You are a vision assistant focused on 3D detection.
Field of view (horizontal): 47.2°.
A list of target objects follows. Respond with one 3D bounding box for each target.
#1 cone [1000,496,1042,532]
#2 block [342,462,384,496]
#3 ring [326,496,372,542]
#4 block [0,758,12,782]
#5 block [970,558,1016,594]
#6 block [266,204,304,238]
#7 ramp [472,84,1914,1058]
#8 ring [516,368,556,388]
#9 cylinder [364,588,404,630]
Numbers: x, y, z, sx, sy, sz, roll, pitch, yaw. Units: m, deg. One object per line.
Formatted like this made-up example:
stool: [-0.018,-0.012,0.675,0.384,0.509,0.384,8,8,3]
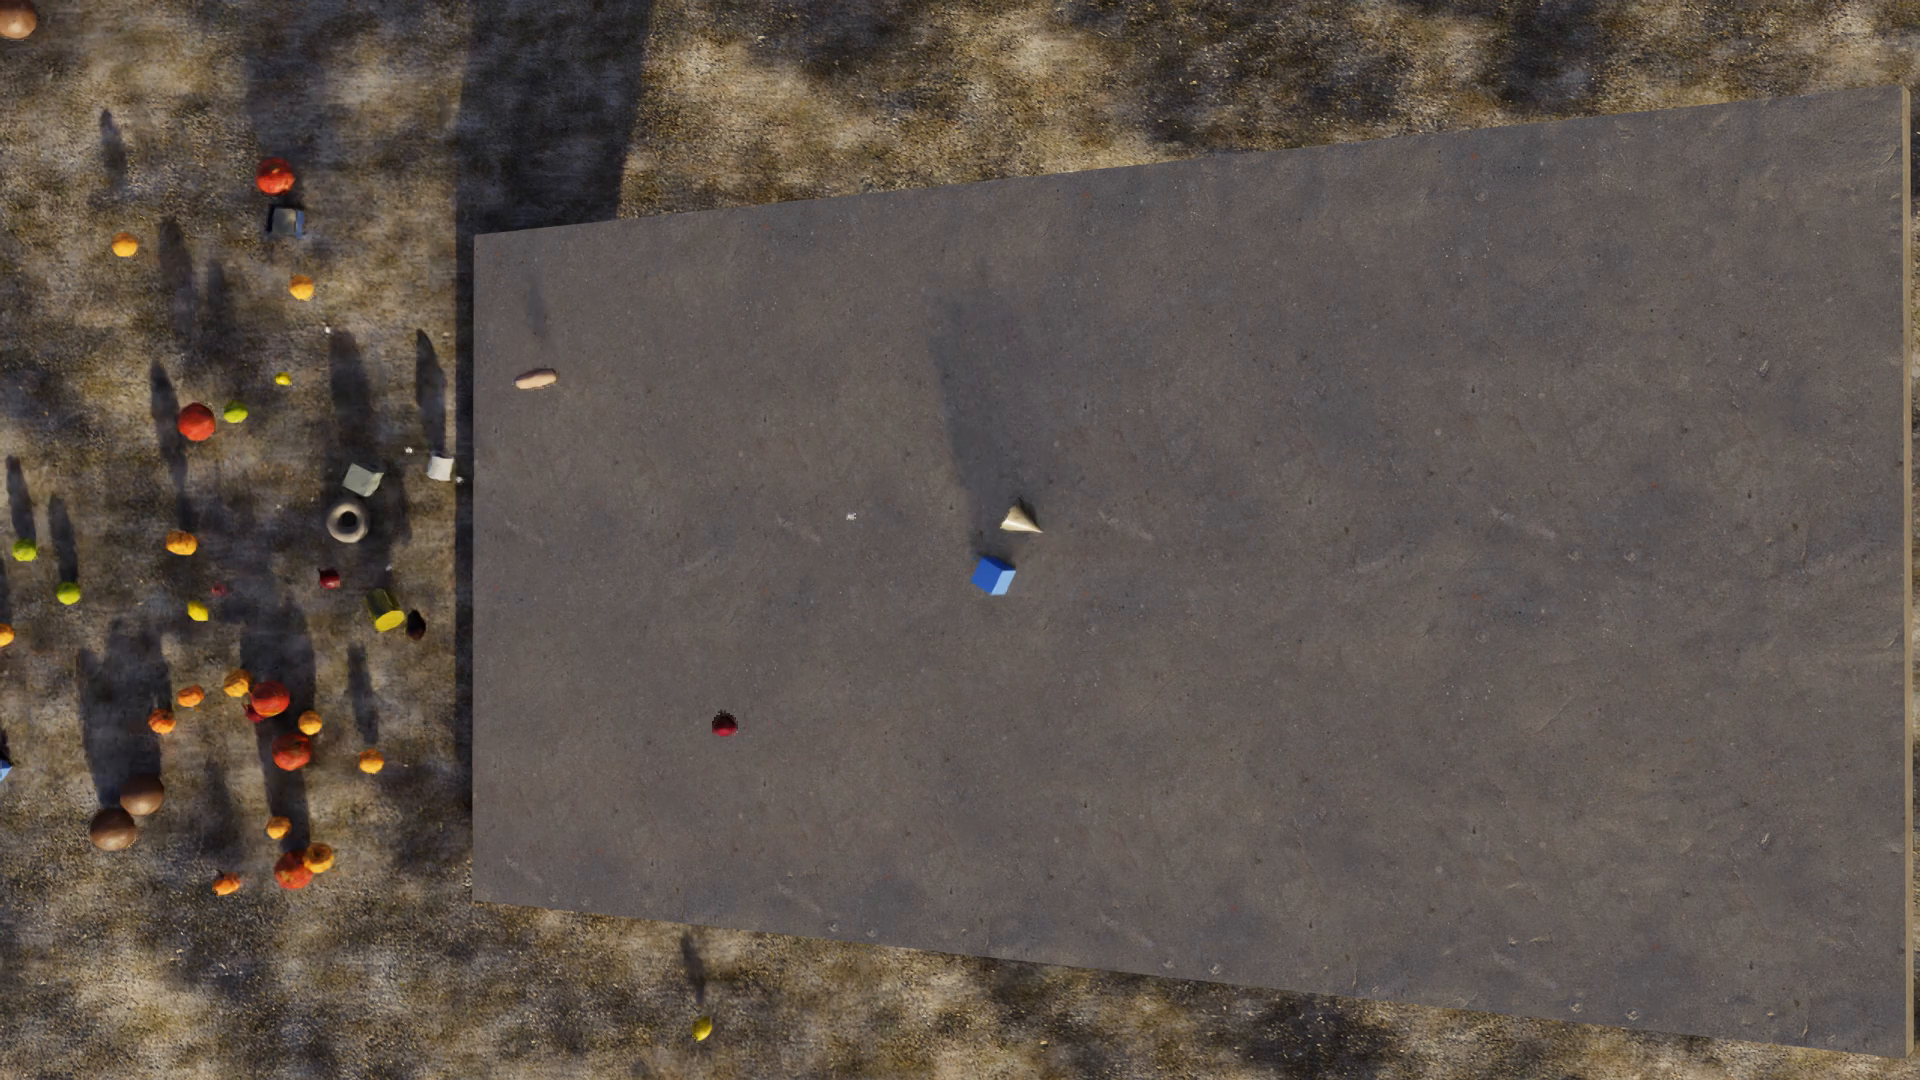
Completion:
cone: [0.167,-0.044,5.579,0.096,0.096,0.096,30,90,3]
block: [-1.804,-0.184,6.645,0.076,0.076,0.076,26,97,4]
ring: [-1.855,-0.063,6.678,0.142,0.047,0.142,0,89,1]
block: [-2.952,0.697,6.646,0.096,0.096,0.096,39,90,0]
block: [0.085,0.091,5.616,0.069,0.069,0.069,33,106,28]
block: [-2.046,-0.965,6.669,0.081,0.081,0.081,8,89,0]
ramp: [0.263,0.072,5.606,4.000,0.100,2.000,0,89,32]
ring: [-1.235,-0.471,6.401,0.122,0.122,0.041,-13,90,0]
cylinder: [-1.738,0.209,6.637,0.091,0.091,0.091,-33,61,0]
